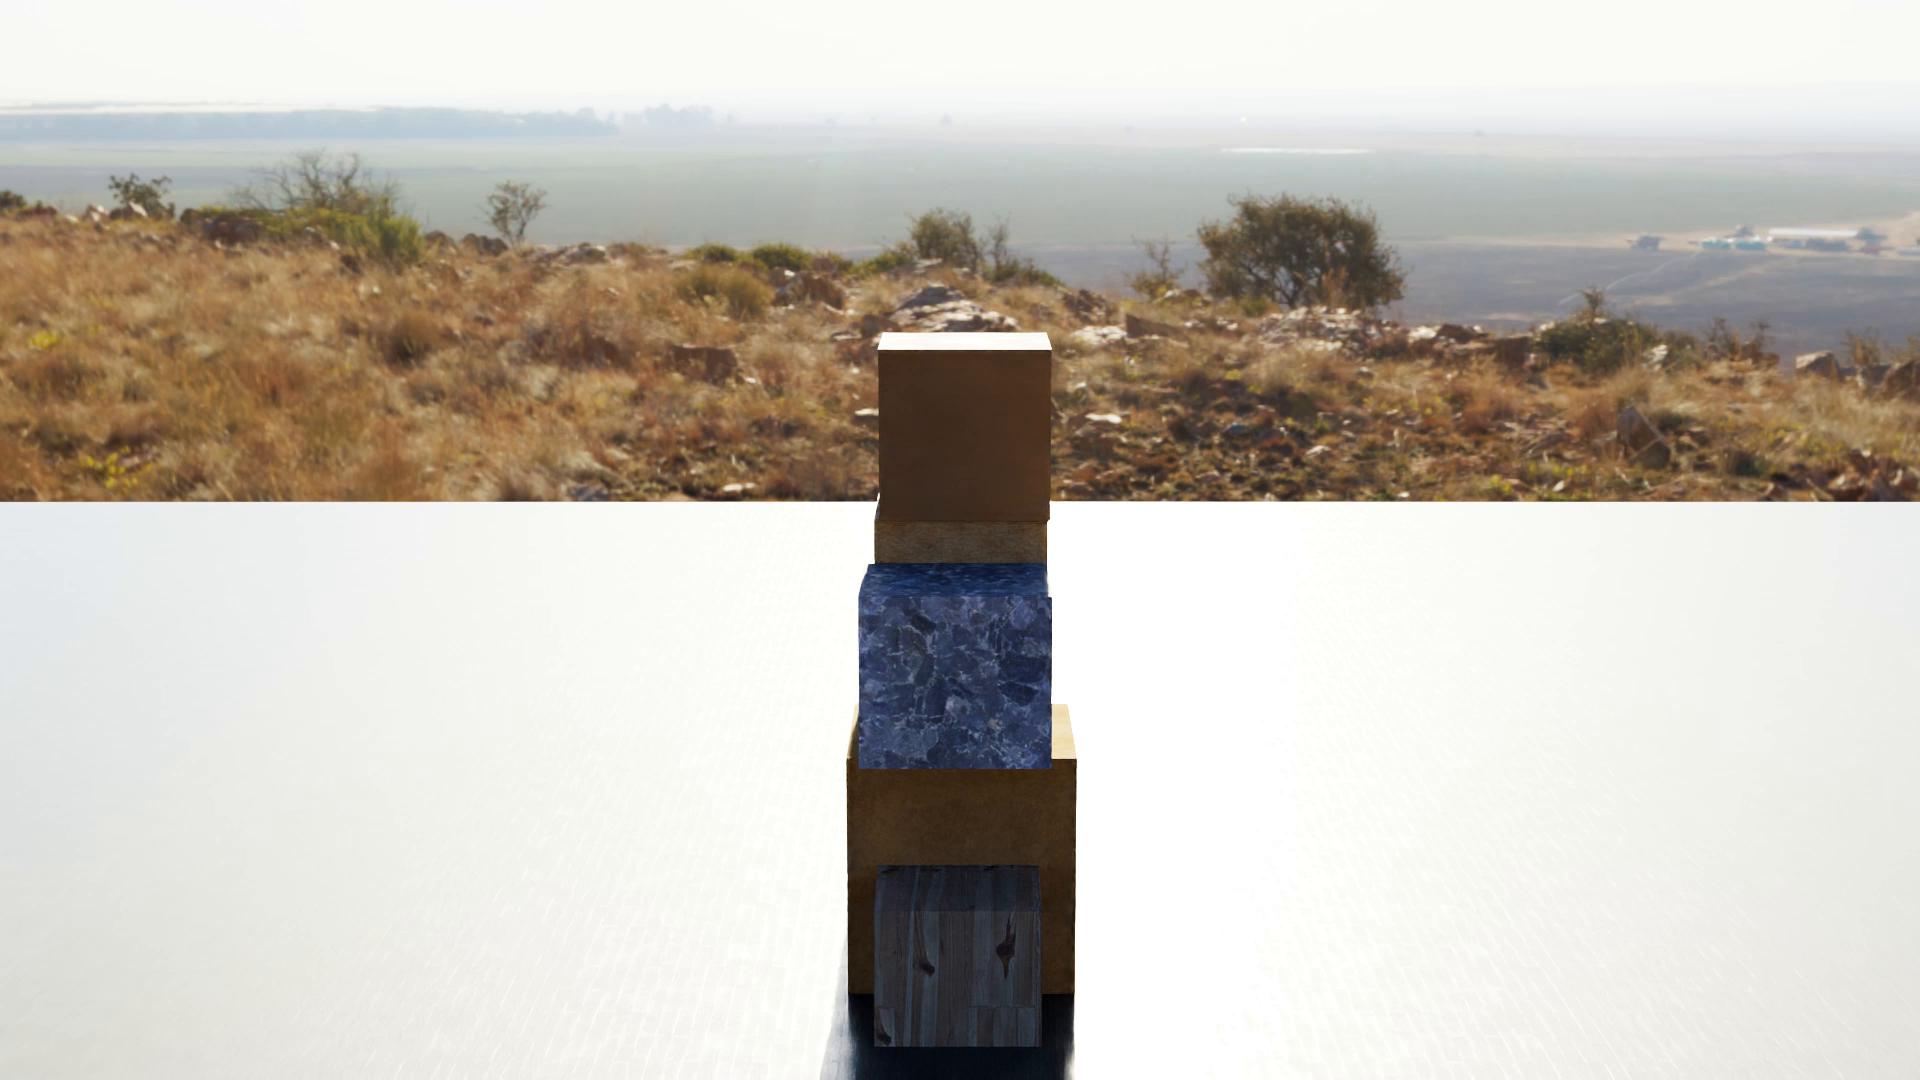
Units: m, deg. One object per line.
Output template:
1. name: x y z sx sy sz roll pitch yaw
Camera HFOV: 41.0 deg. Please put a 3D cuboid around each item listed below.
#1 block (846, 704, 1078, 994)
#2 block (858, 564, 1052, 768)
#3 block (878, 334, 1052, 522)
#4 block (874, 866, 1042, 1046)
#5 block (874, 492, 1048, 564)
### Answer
1. block: 0.007 1.214 10.260 0.881 0.940 0.867 0 10 0
2. block: -0.017 0.474 9.864 0.721 0.658 0.656 0 10 0
3. block: 0.019 -0.463 10.316 0.672 0.677 0.620 0 10 0
4. block: -0.007 1.549 9.596 0.612 0.520 0.538 0 10 0
5. block: 0.004 0.263 10.540 0.687 0.831 0.730 0 10 0
